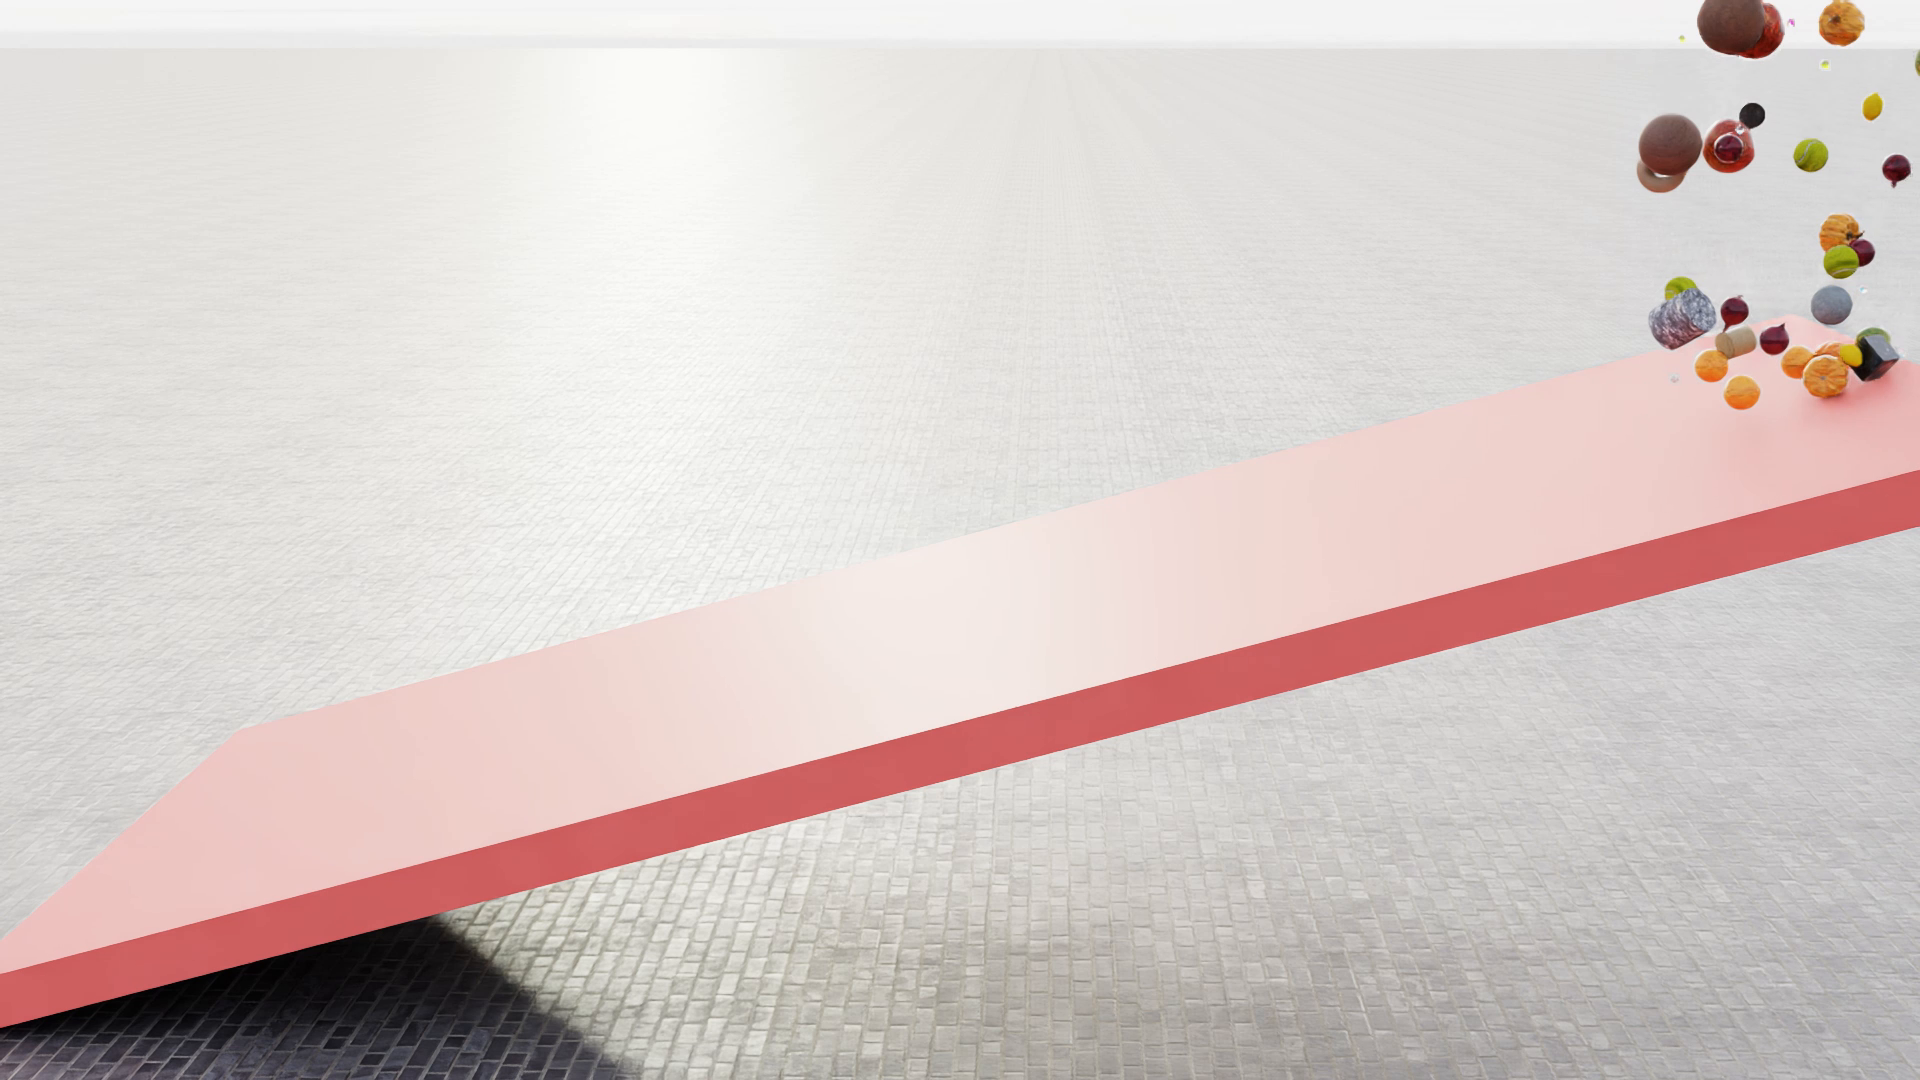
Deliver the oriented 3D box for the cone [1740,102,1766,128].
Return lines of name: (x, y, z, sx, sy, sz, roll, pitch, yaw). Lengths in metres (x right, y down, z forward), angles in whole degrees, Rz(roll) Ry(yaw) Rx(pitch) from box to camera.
cone: (1.676, -0.901, 6.226, 0.054, 0.054, 0.054, 2, 13, 13)

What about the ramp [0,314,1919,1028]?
ramp: (0.083, 0.190, 6.327, 4.000, 0.100, 2.000, -15, 9, 4)

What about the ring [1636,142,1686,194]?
ring: (1.471, -0.780, 6.166, 0.107, 0.107, 0.036, 5, 4, 28)

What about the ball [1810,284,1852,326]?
ball: (1.775, -0.478, 5.992, 0.082, 0.082, 0.082, 0, 10, 0)

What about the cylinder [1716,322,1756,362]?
cylinder: (1.634, -0.416, 6.192, 0.060, 0.060, 0.060, -34, 24, -21)

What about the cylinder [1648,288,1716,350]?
cylinder: (1.471, -0.450, 5.989, 0.096, 0.096, 0.096, -8, -16, -39)

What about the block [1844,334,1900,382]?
block: (1.879, -0.376, 6.061, 0.066, 0.066, 0.066, -12, 59, -42)
